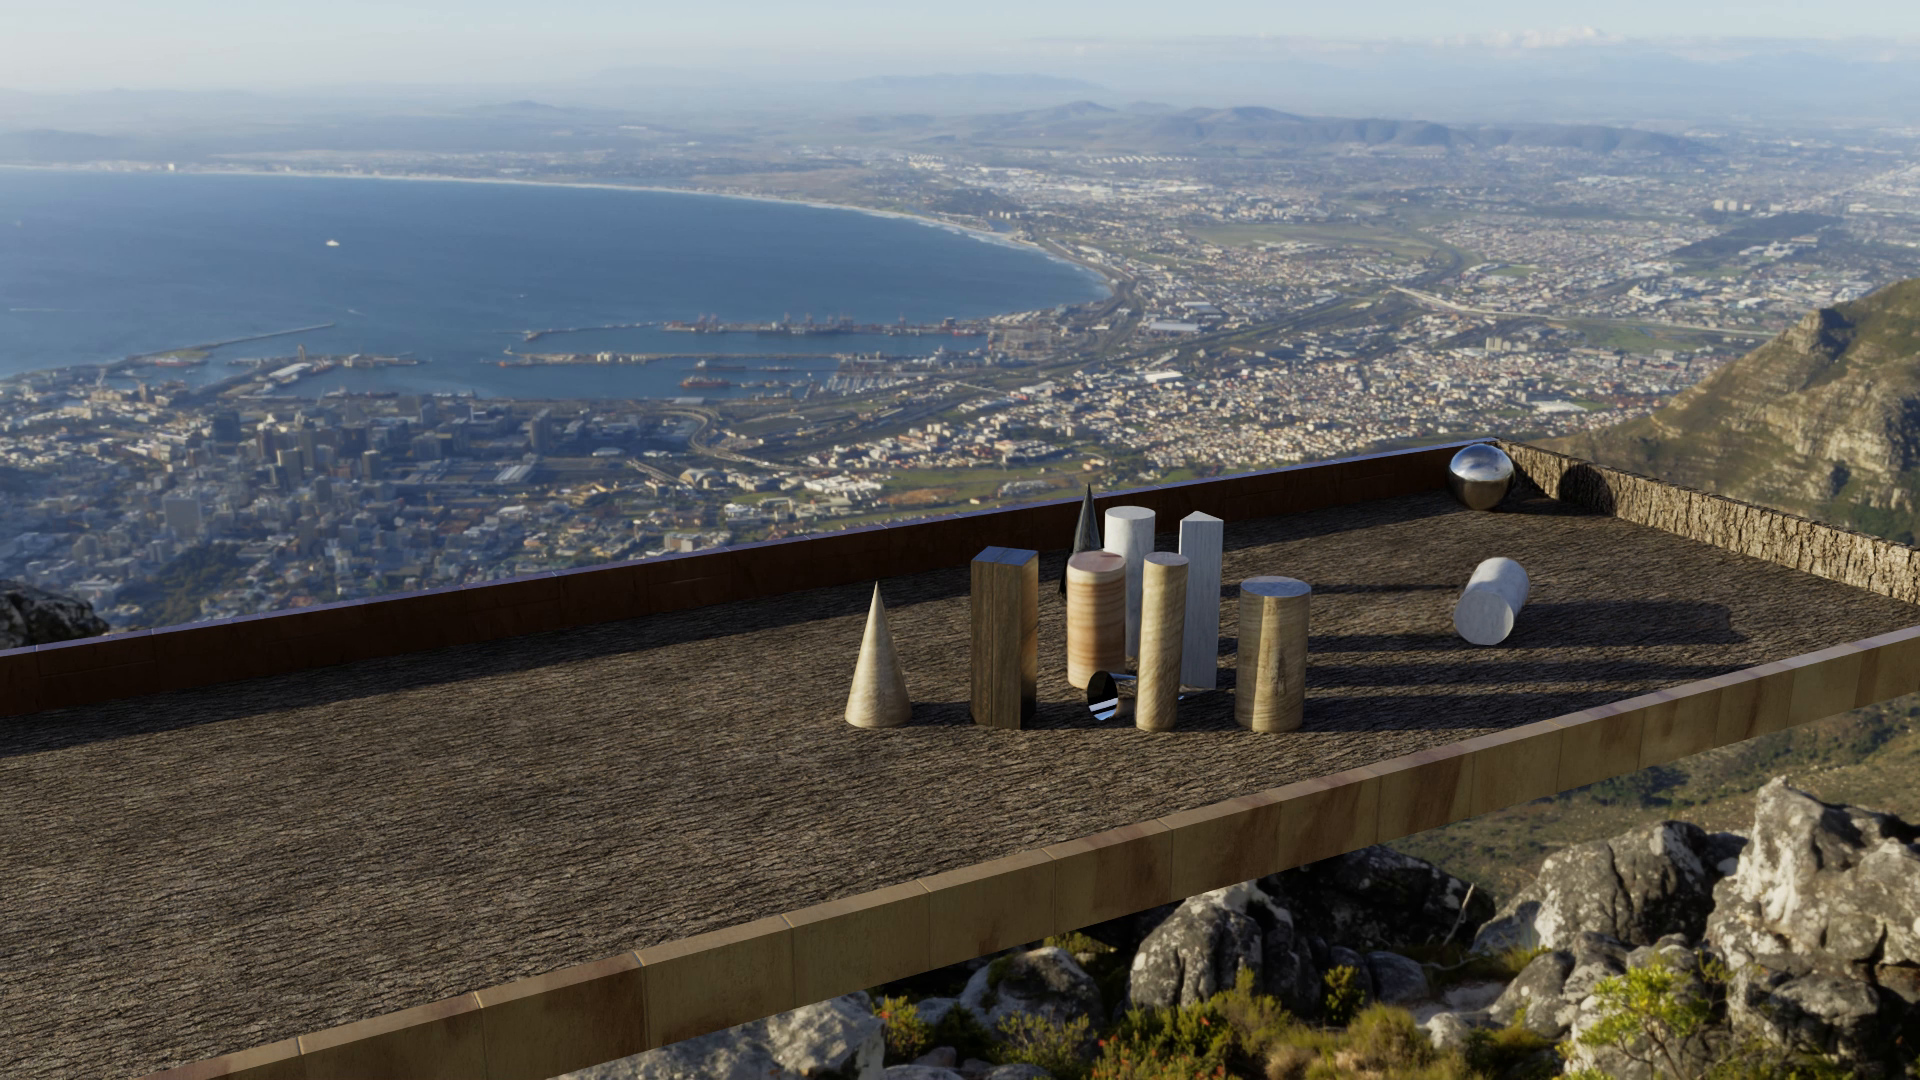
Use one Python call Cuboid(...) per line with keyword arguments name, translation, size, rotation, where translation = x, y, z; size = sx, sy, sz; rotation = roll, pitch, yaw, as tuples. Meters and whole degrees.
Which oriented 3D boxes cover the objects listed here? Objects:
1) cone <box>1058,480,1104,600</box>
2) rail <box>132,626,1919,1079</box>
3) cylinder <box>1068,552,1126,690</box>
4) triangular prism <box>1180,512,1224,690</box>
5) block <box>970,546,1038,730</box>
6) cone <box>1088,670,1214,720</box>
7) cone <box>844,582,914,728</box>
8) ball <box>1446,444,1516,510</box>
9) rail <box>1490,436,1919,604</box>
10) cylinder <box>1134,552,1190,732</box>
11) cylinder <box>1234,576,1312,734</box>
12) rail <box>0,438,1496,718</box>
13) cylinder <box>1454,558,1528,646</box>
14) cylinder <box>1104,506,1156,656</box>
Cuboid(name="cone", translation=(0.369, -0.007, 4.771), size=(0.168, 0.342, 0.168), rotation=(0, 16, 0))
Cuboid(name="rail", translation=(-2.336, 1.006, 1.665), size=(12.000, 0.150, 0.050), rotation=(-9, 18, -27))
Cuboid(name="cylinder", translation=(0.339, 0.201, 4.093), size=(0.145, 0.316, 0.145), rotation=(-2, 20, 1))
Cuboid(name="triangular prism", translation=(0.583, 0.149, 4.077), size=(0.103, 0.434, 0.089), rotation=(0, 16, 0))
Cuboid(name="block", translation=(0.104, 0.229, 3.863), size=(0.123, 0.402, 0.123), rotation=(6, 17, 19))
Cuboid(name="cone", translation=(0.486, 0.369, 3.996), size=(0.357, 0.117, 0.117), rotation=(1, 14, -33))
Cuboid(name="cone", translation=(-0.193, 0.256, 3.885), size=(0.165, 0.337, 0.165), rotation=(0, 16, 0))
Cuboid(name="ball", translation=(1.796, -0.218, 5.691), size=(0.228, 0.228, 0.228), rotation=(0, 16, 0))
Cuboid(name="rail", translation=(2.466, -0.048, 5.253), size=(0.050, 0.150, 2.100), rotation=(-9, 18, -27))
Cuboid(name="cylinder", translation=(0.465, 0.237, 3.818), size=(0.102, 0.408, 0.102), rotation=(2, 18, -1))
Cuboid(name="cylinder", translation=(0.730, 0.267, 3.859), size=(0.161, 0.332, 0.161), rotation=(0, 16, 0))
Cuboid(name="rail", translation=(-3.305, 0.497, 3.399), size=(12.000, 0.150, 0.050), rotation=(-9, 18, -27))
Cuboid(name="cylinder", translation=(1.458, 0.165, 4.519), size=(0.154, 0.154, 0.332), rotation=(7, 18, 24))
Cuboid(name="cylinder", translation=(0.441, 0.108, 4.326), size=(0.130, 0.373, 0.130), rotation=(0, 16, 0))
